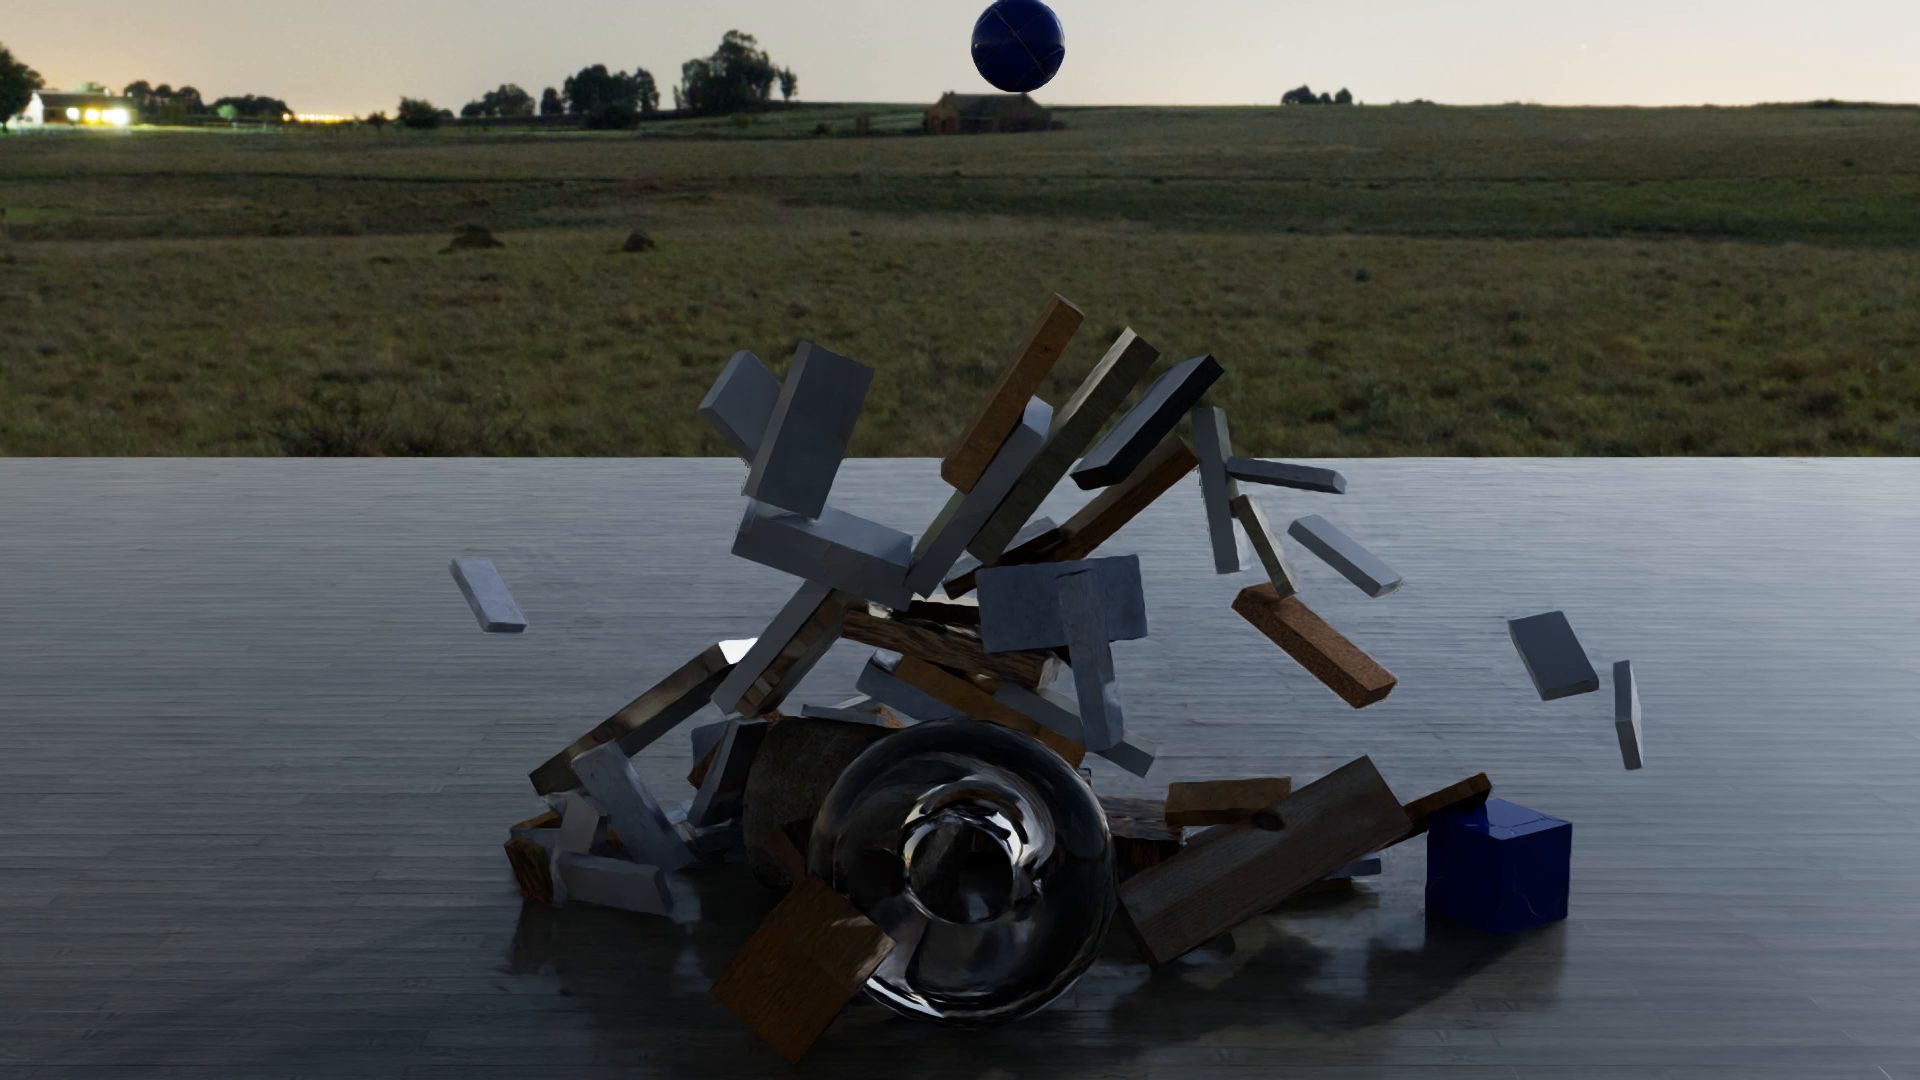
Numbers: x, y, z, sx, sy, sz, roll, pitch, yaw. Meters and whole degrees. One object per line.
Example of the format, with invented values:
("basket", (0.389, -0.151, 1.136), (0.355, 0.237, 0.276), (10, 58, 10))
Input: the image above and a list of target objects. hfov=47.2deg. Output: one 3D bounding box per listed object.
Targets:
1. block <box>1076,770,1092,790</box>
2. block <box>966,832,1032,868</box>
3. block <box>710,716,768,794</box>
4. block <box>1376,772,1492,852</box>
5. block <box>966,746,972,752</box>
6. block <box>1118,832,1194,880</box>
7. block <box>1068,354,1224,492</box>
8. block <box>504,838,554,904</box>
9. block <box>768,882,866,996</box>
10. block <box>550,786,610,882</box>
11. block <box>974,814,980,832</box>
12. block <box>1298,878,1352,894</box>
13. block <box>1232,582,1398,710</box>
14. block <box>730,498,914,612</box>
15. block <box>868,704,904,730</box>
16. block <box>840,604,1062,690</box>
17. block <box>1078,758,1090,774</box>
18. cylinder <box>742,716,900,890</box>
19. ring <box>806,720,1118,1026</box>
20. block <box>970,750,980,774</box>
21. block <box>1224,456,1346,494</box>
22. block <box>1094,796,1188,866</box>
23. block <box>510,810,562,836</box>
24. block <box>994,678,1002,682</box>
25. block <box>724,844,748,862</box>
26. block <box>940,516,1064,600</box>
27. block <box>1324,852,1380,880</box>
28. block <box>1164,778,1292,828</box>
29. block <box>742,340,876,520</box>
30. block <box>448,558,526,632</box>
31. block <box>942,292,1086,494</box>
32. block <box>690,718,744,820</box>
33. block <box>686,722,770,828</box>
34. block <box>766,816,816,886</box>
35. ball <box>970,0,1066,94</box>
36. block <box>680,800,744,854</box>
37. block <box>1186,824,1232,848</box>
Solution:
("block", (0.182, 0.467, 4.276), (0.140, 0.020, 0.070), (0, 11, -2))
("block", (0.025, 0.539, 3.839), (0.182, 0.026, 0.091), (-2, 16, -18))
("block", (-0.368, 0.358, 3.660), (0.018, 0.130, 0.065), (33, 21, 37))
("block", (0.773, 0.449, 3.623), (0.198, 0.028, 0.099), (-21, -26, -8))
("block", (-0.079, 0.428, 4.035), (0.222, 0.031, 0.111), (-30, -15, -4))
("block", (0.226, 0.516, 3.803), (0.338, 0.048, 0.169), (11, 13, 33))
("block", (0.303, -0.191, 3.584), (0.269, 0.038, 0.135), (-47, 14, -20))
("block", (-0.708, 0.544, 3.612), (0.056, 0.112, 0.016), (11, 39, 36))
("block", (-0.195, 0.589, 3.272), (0.183, 0.026, 0.091), (43, 21, 2))
("block", (-0.633, 0.500, 3.658), (0.023, 0.161, 0.081), (-7, 36, -46))
("block", (0.043, 0.518, 3.957), (0.182, 0.026, 0.091), (0, 10, -16))
("block", (0.592, 0.574, 3.707), (0.121, 0.017, 0.061), (-3, 11, -15))
("block", (0.575, 0.168, 3.567), (0.265, 0.037, 0.132), (41, 23, 22))
("block", (-0.214, 0.023, 3.558), (0.295, 0.042, 0.148), (19, 22, -5))
("block", (-0.255, 0.390, 3.951), (0.338, 0.048, 0.169), (-15, -38, 21))
("block", (-0.011, 0.171, 3.571), (0.330, 0.047, 0.165), (14, 5, 12))
("block", (0.184, 0.453, 4.354), (0.140, 0.020, 0.070), (-1, 11, -6))
("cylinder", (-0.162, 0.450, 3.631), (0.289, 0.289, 0.289), (5, 11, 23))
("ring", (0.002, 0.473, 3.115), (0.448, 0.448, 0.149), (2, 7, 8))
("block", (-0.075, 0.458, 3.990), (0.222, 0.031, 0.111), (-21, -22, -33))
("block", (0.528, -0.105, 3.561), (0.178, 0.025, 0.089), (9, -5, 22))
("block", (0.208, 0.484, 3.713), (0.338, 0.048, 0.169), (4, 16, 10))
("block", (-0.737, 0.504, 3.901), (0.110, 0.016, 0.055), (-22, -26, 3))
("block", (0.076, 0.196, 3.733), (0.059, 0.117, 0.017), (-21, -15, 25))
("block", (-0.369, 0.538, 3.788), (0.049, 0.014, 0.098), (-1, 4, 10))
("block", (0.065, 0.029, 3.600), (0.208, 0.029, 0.104), (-27, 12, -1))
("block", (0.600, 0.546, 3.728), (0.198, 0.028, 0.099), (-3, 11, -14))
("block", (0.446, 0.435, 3.648), (0.202, 0.029, 0.101), (-4, 21, 13))
("block", (-0.236, -0.171, 3.453), (0.128, 0.256, 0.036), (19, 3, -39))
("block", (-0.903, 0.105, 4.201), (0.086, 0.024, 0.173), (6, 40, -49))
("block", (0.082, -0.234, 3.469), (0.047, 0.331, 0.166), (33, 9, -6))
("block", (-0.419, 0.407, 3.883), (0.095, 0.027, 0.191), (-14, 50, 3))
("block", (-0.394, 0.394, 3.729), (0.027, 0.191, 0.095), (29, 12, 22))
("block", (-0.165, 0.537, 3.321), (0.273, 0.039, 0.136), (50, 26, 19))
("ball", (0.088, -0.748, 3.320), (0.144, 0.144, 0.144), (0, 11, 0))
("block", (-0.425, 0.499, 3.901), (0.111, 0.031, 0.222), (-10, 11, -14))
("block", (0.476, 0.489, 3.642), (0.202, 0.029, 0.101), (-24, 16, 7))
